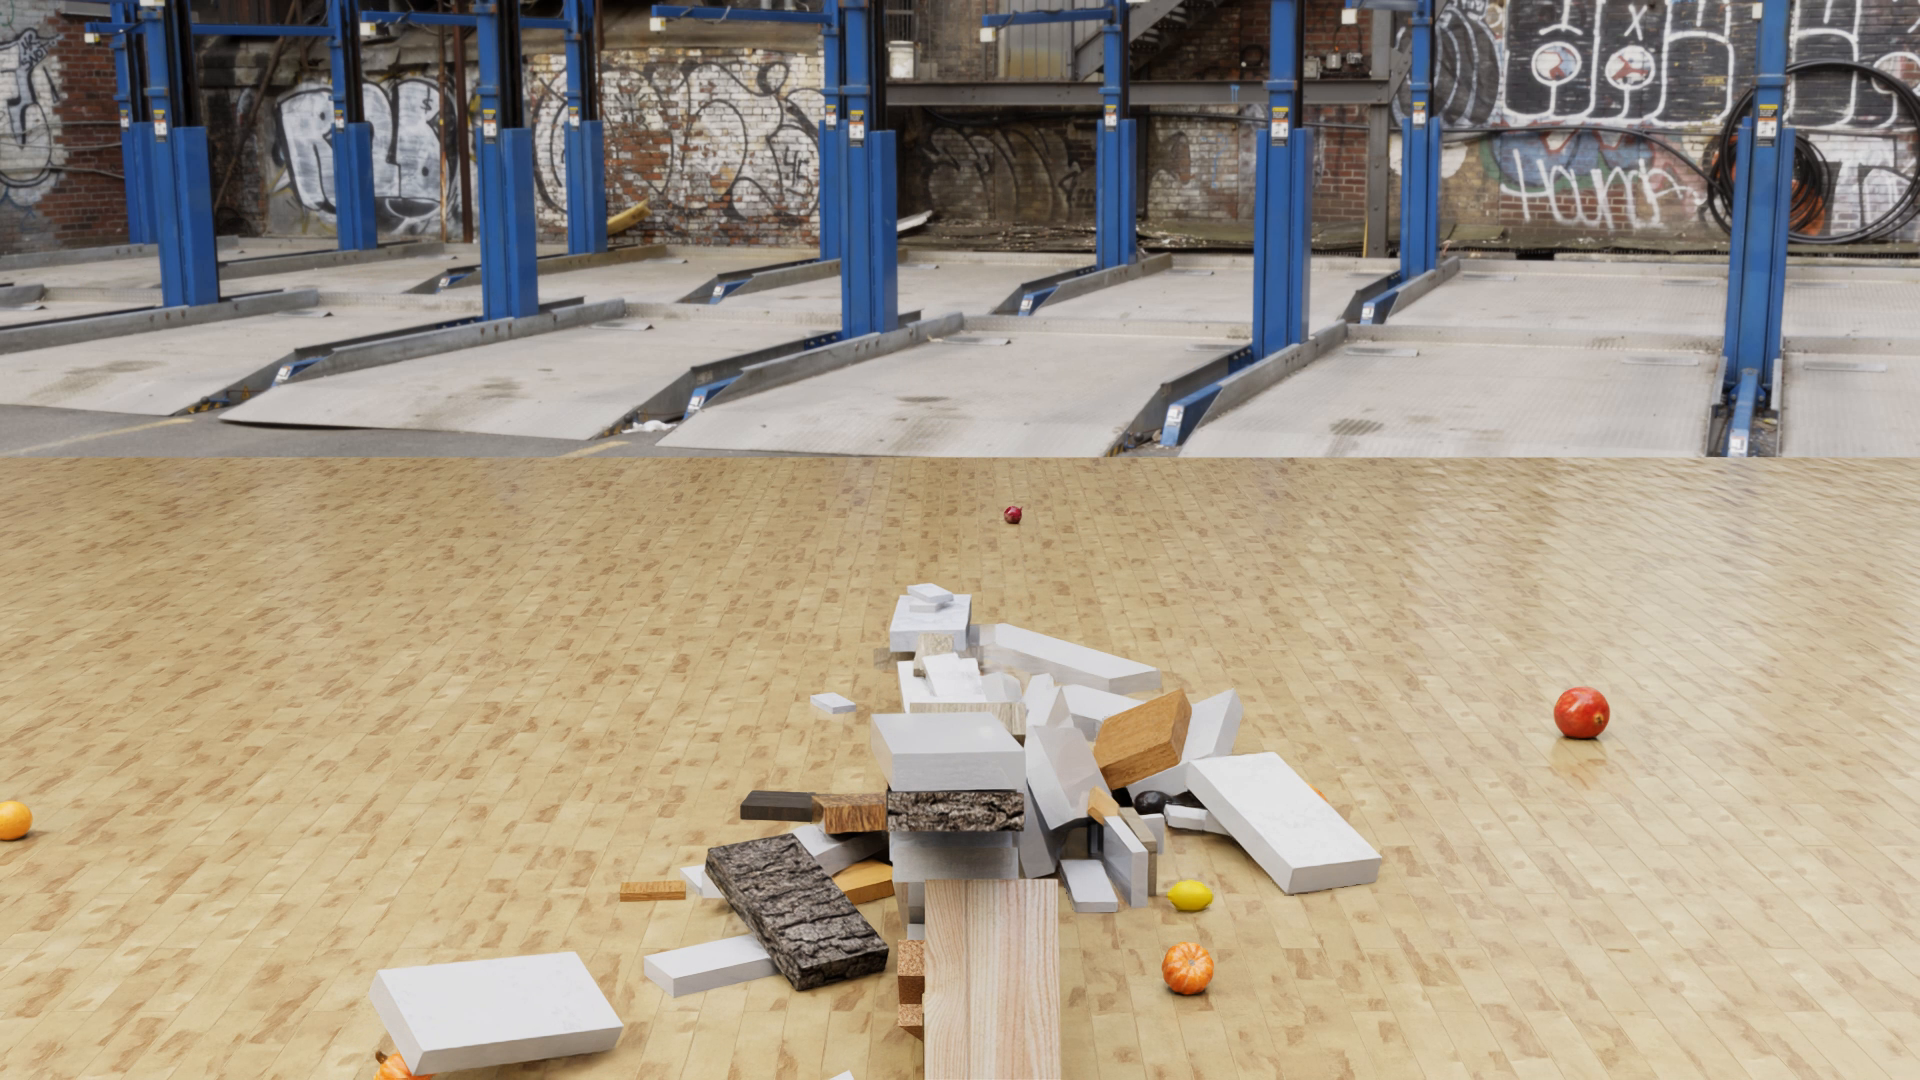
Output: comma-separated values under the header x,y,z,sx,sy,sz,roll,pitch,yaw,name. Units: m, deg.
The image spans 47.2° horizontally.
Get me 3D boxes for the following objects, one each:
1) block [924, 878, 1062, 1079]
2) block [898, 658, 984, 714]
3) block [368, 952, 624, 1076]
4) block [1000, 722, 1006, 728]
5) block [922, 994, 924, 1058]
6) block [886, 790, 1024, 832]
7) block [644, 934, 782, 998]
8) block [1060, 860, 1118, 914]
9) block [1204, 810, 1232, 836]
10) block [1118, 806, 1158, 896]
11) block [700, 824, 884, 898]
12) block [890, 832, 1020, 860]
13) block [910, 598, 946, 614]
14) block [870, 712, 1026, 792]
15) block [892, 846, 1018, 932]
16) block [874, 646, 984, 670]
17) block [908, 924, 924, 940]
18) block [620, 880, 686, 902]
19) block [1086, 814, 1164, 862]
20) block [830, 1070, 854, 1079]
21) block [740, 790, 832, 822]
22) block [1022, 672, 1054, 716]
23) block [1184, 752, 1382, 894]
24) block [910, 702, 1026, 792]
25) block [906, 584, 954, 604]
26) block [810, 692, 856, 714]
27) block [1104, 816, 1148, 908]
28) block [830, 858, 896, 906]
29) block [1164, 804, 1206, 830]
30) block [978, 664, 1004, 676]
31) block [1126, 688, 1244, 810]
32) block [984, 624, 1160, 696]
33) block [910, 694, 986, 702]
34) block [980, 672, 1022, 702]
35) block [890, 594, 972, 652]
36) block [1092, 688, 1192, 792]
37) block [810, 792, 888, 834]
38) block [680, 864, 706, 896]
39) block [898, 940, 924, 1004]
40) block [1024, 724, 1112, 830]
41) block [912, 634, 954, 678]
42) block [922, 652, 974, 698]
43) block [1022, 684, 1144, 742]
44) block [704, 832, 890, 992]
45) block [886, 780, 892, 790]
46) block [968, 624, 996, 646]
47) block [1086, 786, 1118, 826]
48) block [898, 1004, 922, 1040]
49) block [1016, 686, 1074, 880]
x,y,z,sx,sy,sz,roll,pitch,yaw,name
0.040,0.598,2.764,0.169,0.337,0.048,0,-20,0,block
-0.030,0.332,4.273,0.158,0.045,0.317,-2,27,-6,block
-0.623,0.635,2.966,0.306,0.043,0.153,4,31,-43,block
-0.023,0.350,3.324,0.171,0.049,0.343,0,-22,-1,block
0.001,0.652,2.873,0.098,0.196,0.028,0,50,0,block
-0.014,0.357,2.918,0.166,0.047,0.477,1,-6,-2,block
-0.360,0.639,3.324,0.209,0.030,0.104,-7,12,-32,block
0.214,0.578,3.679,0.069,0.020,0.211,-1,11,-4,block
0.535,0.484,4.033,0.154,0.044,0.309,10,10,8,block
0.300,0.529,3.739,0.027,0.095,0.191,-1,11,-8,block
-0.277,0.538,3.700,0.153,0.043,0.360,-4,4,24,block
-0.003,0.427,3.128,0.166,0.047,0.331,0,-6,3,block
-0.067,0.135,4.759,0.058,0.016,0.116,1,12,13,block
-0.021,0.283,2.972,0.171,0.049,0.343,0,4,-7,block
-0.003,0.477,2.984,0.162,0.046,0.324,0,-21,1,block
-0.064,0.252,4.754,0.158,0.045,0.317,0,-1,15,block
0.011,0.591,3.166,0.162,0.046,0.324,0,-15,1,block
-0.510,0.584,3.659,0.107,0.015,0.054,-1,11,-6,block
0.290,0.521,3.849,0.139,0.069,0.020,-3,11,-18,block
-0.161,0.740,2.607,0.150,0.043,0.301,-24,15,-10,block
-0.305,0.497,4.097,0.191,0.027,0.095,1,11,8,block
0.166,0.373,4.429,0.041,0.143,0.286,-12,9,10,block
0.557,0.486,3.823,0.178,0.050,0.356,-3,26,-24,block
0.009,0.334,3.450,0.171,0.049,0.444,0,-19,-1,block
-0.065,0.116,4.771,0.058,0.016,0.116,-7,13,-25,block
-0.280,0.361,4.858,0.058,0.016,0.116,-6,12,-28,block
0.276,0.538,3.687,0.027,0.095,0.191,-2,11,-10,block
-0.199,0.578,3.654,0.209,0.030,0.104,-8,13,-37,block
0.444,0.509,3.996,0.139,0.020,0.069,8,10,-5,block
-0.010,0.300,4.819,0.170,0.048,0.340,0,-1,9,block
0.443,0.402,4.281,0.178,0.050,0.418,-24,6,17,block
0.222,0.281,5.213,0.154,0.044,0.592,-8,13,-35,block
0.001,0.402,4.024,0.143,0.041,0.411,-3,25,-6,block
0.096,0.344,4.383,0.041,0.143,0.286,-15,-8,7,block
-0.060,0.176,4.714,0.158,0.045,0.317,-1,12,3,block
0.350,0.389,4.265,0.174,0.049,0.347,-23,8,14,block
-0.172,0.476,3.850,0.154,0.044,0.309,-2,-3,-8,block
-0.432,0.574,3.714,0.054,0.015,0.107,-5,12,-24,block
-0.002,0.594,3.000,0.162,0.046,0.324,1,-19,-1,block
0.187,0.418,3.873,0.049,0.174,0.347,-28,-13,12,block
-0.053,0.231,4.398,0.071,0.020,0.141,2,27,3,block
-0.023,0.276,4.286,0.071,0.020,0.141,-7,38,-14,block
0.306,0.378,4.673,0.178,0.050,0.356,-9,14,-41,block
-0.254,0.568,3.387,0.153,0.043,0.306,-6,32,-34,block
-0.022,0.380,3.272,0.166,0.047,0.331,0,-22,-1,block
-0.016,0.211,4.930,0.158,0.045,0.317,0,-1,7,block
0.249,0.466,3.827,0.054,0.015,0.107,40,15,-4,block
-0.018,0.654,2.977,0.098,0.028,0.196,-2,-19,8,block
0.157,0.431,4.029,0.049,0.174,0.633,-16,8,11,block
